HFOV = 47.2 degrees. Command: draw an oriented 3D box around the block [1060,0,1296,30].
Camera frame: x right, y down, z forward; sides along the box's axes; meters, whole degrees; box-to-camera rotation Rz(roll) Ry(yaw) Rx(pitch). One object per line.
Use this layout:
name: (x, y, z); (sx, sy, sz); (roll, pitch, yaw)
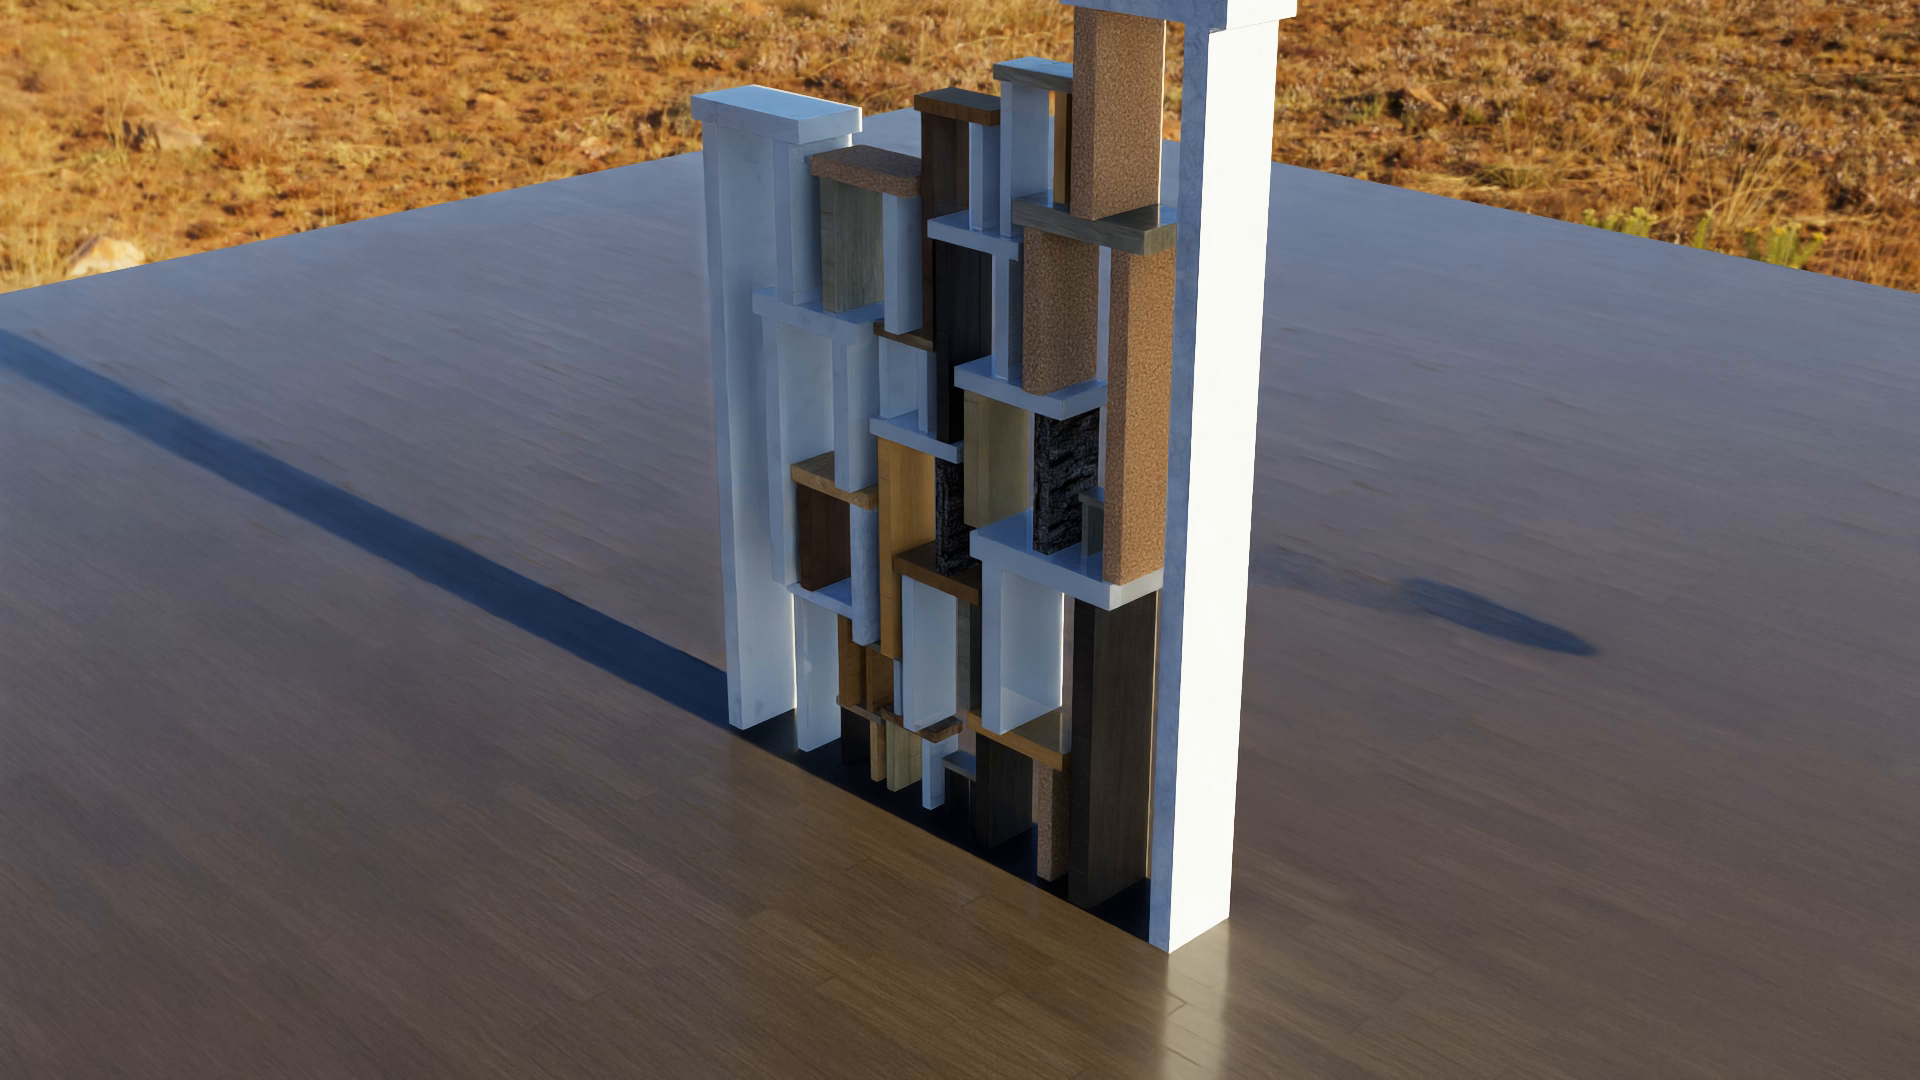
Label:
block: (0.342, -0.864, 3.480); (0.344, 0.049, 0.172); (21, 31, 41)

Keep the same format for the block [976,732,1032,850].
block: (0.088, 0.473, 4.327); (0.035, 0.249, 0.125); (21, 31, 41)

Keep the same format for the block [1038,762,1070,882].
block: (0.205, 0.519, 4.219); (0.035, 0.249, 0.125); (21, 31, 41)

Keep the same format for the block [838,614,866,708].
block: (-0.203, 0.234, 4.546); (0.103, 0.206, 0.029); (-21, 31, -41)

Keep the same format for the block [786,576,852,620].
block: (-0.252, 0.107, 4.544); (0.206, 0.029, 0.103); (21, 31, 41)

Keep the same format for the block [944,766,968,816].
block: (-0.006, 0.499, 4.446); (0.015, 0.108, 0.054); (21, 31, 41)

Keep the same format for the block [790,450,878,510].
block: (-0.220, -0.121, 4.409); (0.231, 0.033, 0.116); (21, 31, 41)

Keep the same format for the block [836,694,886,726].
block: (-0.187, 0.344, 4.576); (0.137, 0.019, 0.068); (21, 31, 41)

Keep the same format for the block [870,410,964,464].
block: (-0.049, -0.206, 4.192); (0.237, 0.034, 0.118); (21, 31, 41)

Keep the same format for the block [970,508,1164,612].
block: (0.201, 0.031, 4.014); (0.345, 0.049, 0.172); (21, 31, 41)

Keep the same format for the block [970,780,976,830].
block: (0.045, 0.519, 4.399); (0.015, 0.108, 0.054); (21, 31, 41)

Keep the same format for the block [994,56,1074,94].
block: (0.157, -0.788, 3.727); (0.188, 0.027, 0.094); (21, 31, 40)

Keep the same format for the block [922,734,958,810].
block: (-0.040, 0.462, 4.469); (0.022, 0.158, 0.079); (21, 31, 41)

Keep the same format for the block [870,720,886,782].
block: (-0.154, 0.428, 4.576); (0.019, 0.137, 0.068); (21, 31, 41)

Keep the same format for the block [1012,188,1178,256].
block: (0.247, -0.543, 3.719); (0.297, 0.042, 0.148); (21, 31, 41)

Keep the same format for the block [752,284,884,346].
block: (-0.248, -0.449, 4.300); (0.307, 0.043, 0.153); (21, 31, 41)

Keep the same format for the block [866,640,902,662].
block: (-0.135, 0.214, 4.457); (0.061, 0.017, 0.122); (-21, 31, -41)

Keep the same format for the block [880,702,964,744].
block: (-0.077, 0.364, 4.468); (0.158, 0.022, 0.079); (21, 31, 41)

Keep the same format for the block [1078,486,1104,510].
block: (0.266, -0.070, 3.910); (0.102, 0.014, 0.051); (21, 31, 41)

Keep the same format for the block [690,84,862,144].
block: (-0.357, -0.826, 4.255); (0.319, 0.045, 0.160); (21, 31, 41)

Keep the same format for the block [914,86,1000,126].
block: (0.018, -0.766, 3.883); (0.189, 0.027, 0.094); (22, 32, 40)

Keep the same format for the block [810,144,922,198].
block: (-0.143, -0.688, 4.093); (0.130, 0.037, 0.260); (-21, 31, -40)

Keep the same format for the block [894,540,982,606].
block: (-0.006, 0.062, 4.253); (0.231, 0.033, 0.116); (21, 31, 41)

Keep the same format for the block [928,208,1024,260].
block: (0.061, -0.546, 3.924); (0.225, 0.032, 0.112); (21, 31, 40)

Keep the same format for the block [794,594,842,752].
block: (-0.300, 0.268, 4.666); (0.029, 0.362, 0.103); (21, 31, 41)

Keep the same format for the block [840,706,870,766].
block: (-0.219, 0.403, 4.636); (0.019, 0.137, 0.068); (21, 31, 41)

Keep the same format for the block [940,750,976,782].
block: (0.019, 0.452, 4.398); (0.108, 0.015, 0.054); (21, 31, 41)

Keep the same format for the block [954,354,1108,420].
block: (0.129, -0.280, 3.961); (0.264, 0.037, 0.132); (21, 31, 41)

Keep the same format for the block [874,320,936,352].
block: (-0.079, -0.390, 4.142); (0.081, 0.023, 0.161); (-21, 31, -41)

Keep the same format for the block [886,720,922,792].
block: (-0.115, 0.433, 4.538); (0.022, 0.158, 0.079); (21, 31, 41)

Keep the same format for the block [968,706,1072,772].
block: (0.146, 0.365, 4.217); (0.249, 0.035, 0.125); (21, 31, 41)
